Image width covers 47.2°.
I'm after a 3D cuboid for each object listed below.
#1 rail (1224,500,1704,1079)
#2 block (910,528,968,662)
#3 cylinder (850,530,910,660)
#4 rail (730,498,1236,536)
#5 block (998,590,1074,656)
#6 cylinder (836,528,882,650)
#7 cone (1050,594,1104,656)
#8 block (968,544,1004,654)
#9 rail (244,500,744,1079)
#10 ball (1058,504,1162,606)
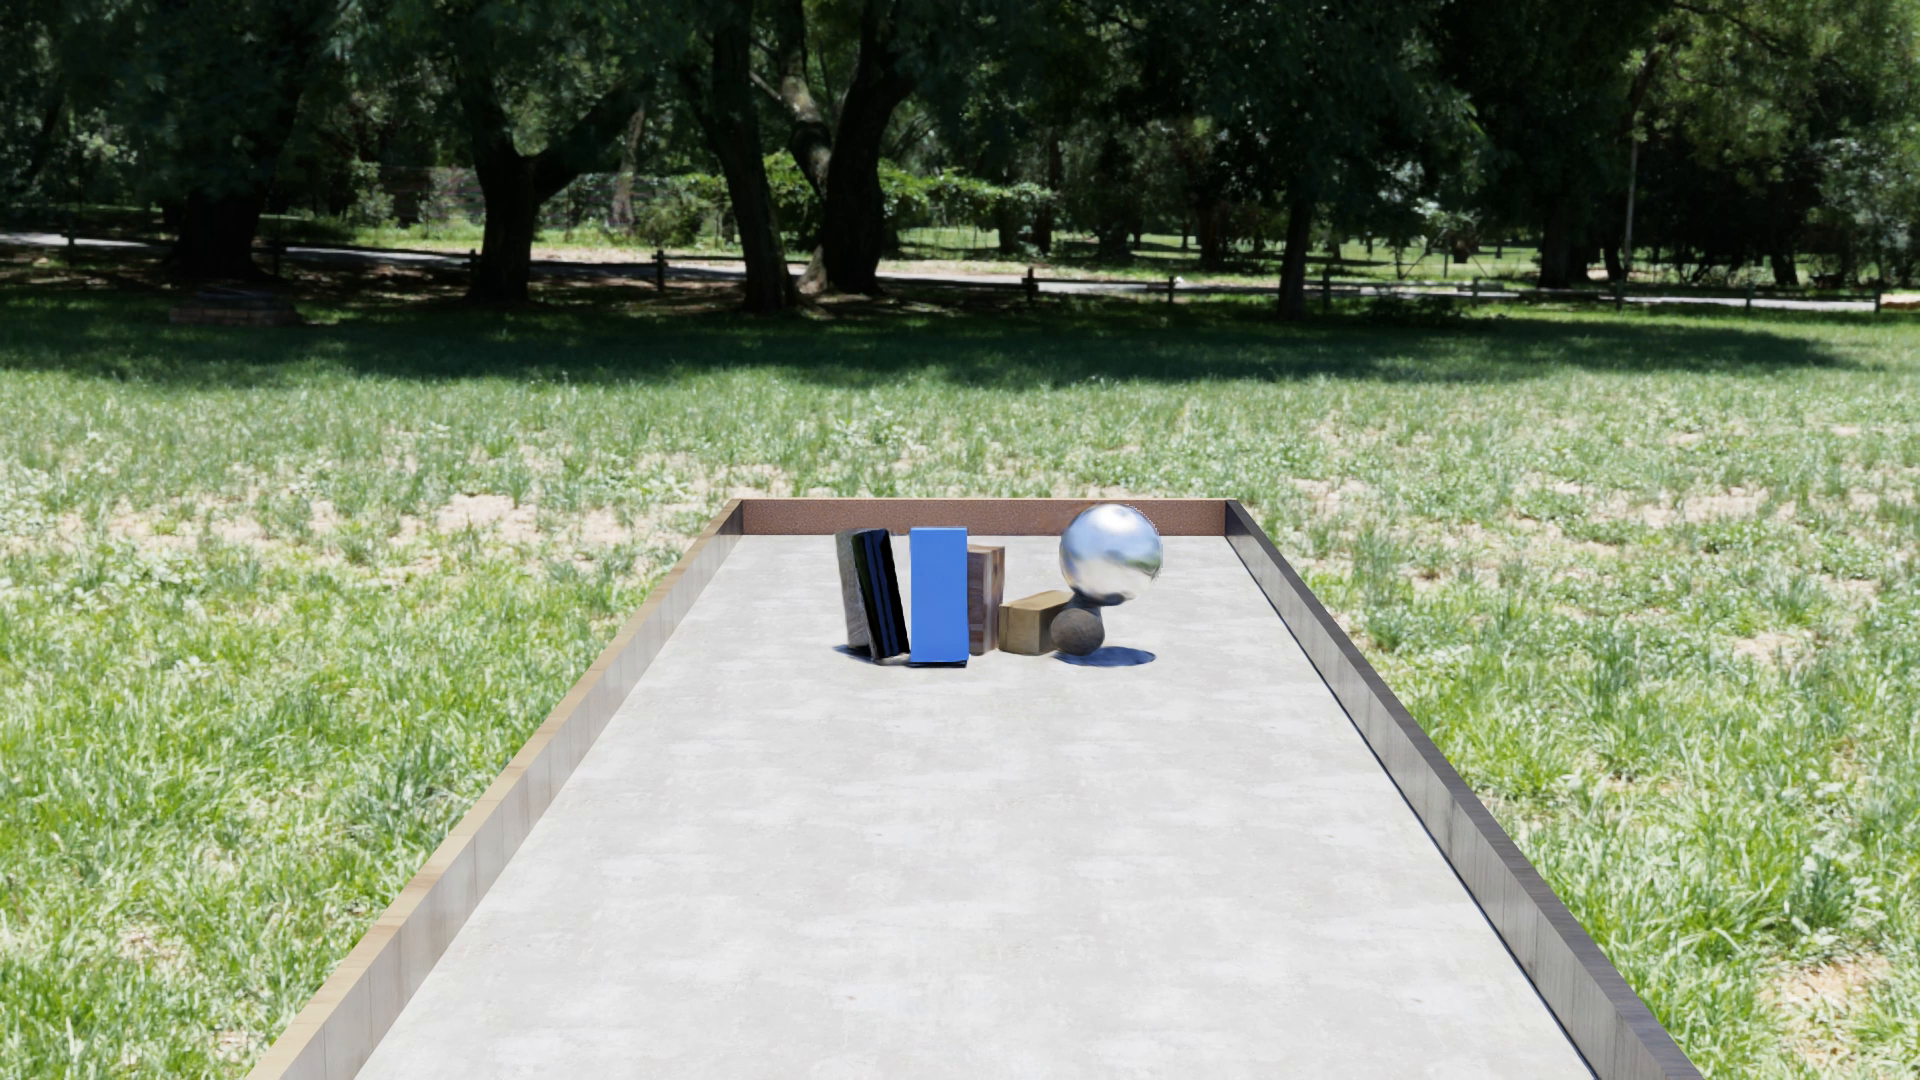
[{"bbox_3d":[1.046,0.843,3.208,0.050,0.150,12.000,0,9,1],"label":"rail"},{"bbox_3d":[-0.064,0.163,6.662,0.169,0.395,0.169,0,2,-3],"label":"block"},{"bbox_3d":[-0.242,0.166,6.687,0.118,0.382,0.118,-10,-7,-1],"label":"cylinder"},{"bbox_3d":[0.099,-0.098,9.147,2.100,0.150,0.050,0,9,1],"label":"rail"},{"bbox_3d":[0.266,0.259,6.913,0.143,0.143,0.321,6,11,32],"label":"block"},{"bbox_3d":[-0.292,0.151,6.822,0.151,0.358,0.151,-7,-6,-1],"label":"cylinder"},{"bbox_3d":[0.394,0.190,6.885,0.169,0.169,0.376,2,30,11],"label":"cone"},{"bbox_3d":[0.026,0.181,6.851,0.171,0.312,0.171,4,8,23],"label":"block"},{"bbox_3d":[-1.004,0.839,3.234,0.050,0.150,12.000,0,9,1],"label":"rail"},{"bbox_3d":[0.458,0.047,6.725,0.314,0.314,0.314,0,9,0],"label":"ball"}]
